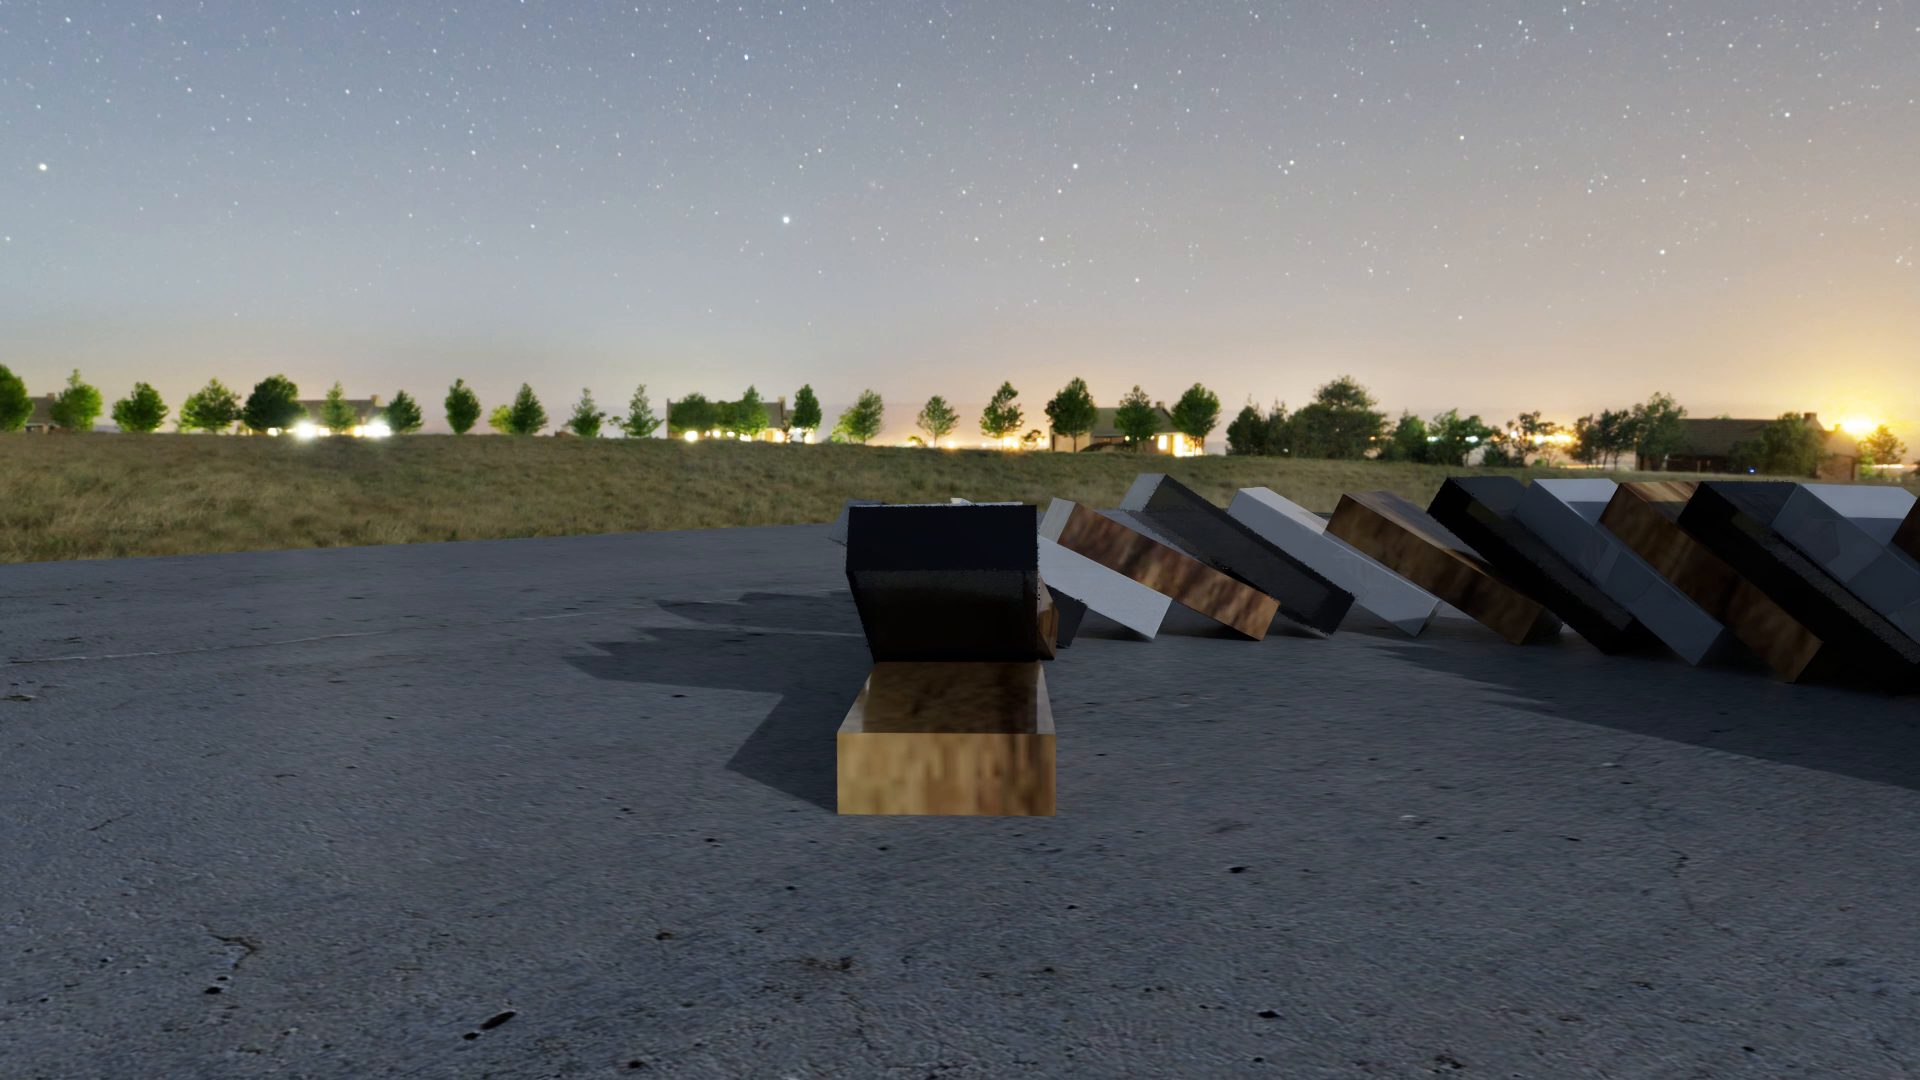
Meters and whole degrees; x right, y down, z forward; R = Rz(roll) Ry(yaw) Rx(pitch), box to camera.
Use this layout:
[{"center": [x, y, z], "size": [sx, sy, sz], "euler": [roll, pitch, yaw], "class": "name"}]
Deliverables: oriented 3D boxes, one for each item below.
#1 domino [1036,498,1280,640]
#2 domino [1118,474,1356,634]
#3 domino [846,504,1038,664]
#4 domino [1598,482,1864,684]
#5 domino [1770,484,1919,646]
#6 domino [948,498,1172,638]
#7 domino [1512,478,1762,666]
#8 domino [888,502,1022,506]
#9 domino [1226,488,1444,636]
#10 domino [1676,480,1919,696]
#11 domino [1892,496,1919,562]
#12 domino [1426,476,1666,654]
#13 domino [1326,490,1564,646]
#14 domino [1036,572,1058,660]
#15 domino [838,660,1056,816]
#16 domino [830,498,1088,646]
[{"center": [0.043, 0.006, 0.286], "size": [0.050, 0.009, 0.025], "euler": [25, 1, -8], "class": "domino"}, {"center": [0.061, 0.003, 0.288], "size": [0.050, 0.009, 0.025], "euler": [32, 0, -6], "class": "domino"}, {"center": [-0.001, 0.011, 0.191], "size": [0.025, 0.009, 0.050], "euler": [0, -26, 3], "class": "domino"}, {"center": [0.152, 0.007, 0.248], "size": [0.025, 0.009, 0.050], "euler": [-2, 37, -22], "class": "domino"}, {"center": [0.167, 0.009, 0.216], "size": [0.025, 0.010, 0.050], "euler": [1, 36, -18], "class": "domino"}, {"center": [0.020, 0.006, 0.284], "size": [0.050, 0.009, 0.025], "euler": [25, -1, -6], "class": "domino"}, {"center": [0.142, 0.005, 0.265], "size": [0.025, 0.009, 0.050], "euler": [-2, 37, -28], "class": "domino"}, {"center": [-0.001, 0.010, 0.211], "size": [0.025, 0.009, 0.050], "euler": [-1, -26, 5], "class": "domino"}, {"center": [0.088, 0.004, 0.300], "size": [0.050, 0.010, 0.025], "euler": [32, 17, 22], "class": "domino"}, {"center": [0.160, 0.007, 0.233], "size": [0.025, 0.010, 0.050], "euler": [0, 36, -21], "class": "domino"}, {"center": [0.174, 0.011, 0.196], "size": [0.025, 0.009, 0.050], "euler": [-1, 36, -10], "class": "domino"}, {"center": [0.129, 0.004, 0.279], "size": [0.025, 0.010, 0.050], "euler": [-3, 38, -36], "class": "domino"}, {"center": [0.112, 0.005, 0.292], "size": [0.025, 0.010, 0.050], "euler": [-5, 33, -47], "class": "domino"}, {"center": [0.001, 0.009, 0.237], "size": [0.025, 0.010, 0.050], "euler": [1, -23, 15], "class": "domino"}, {"center": [-0.001, 0.025, 0.172], "size": [0.025, 0.010, 0.050], "euler": [0, 4, 2], "class": "domino"}, {"center": [-0.001, 0.007, 0.270], "size": [0.050, 0.009, 0.025], "euler": [27, -6, -20], "class": "domino"}]
